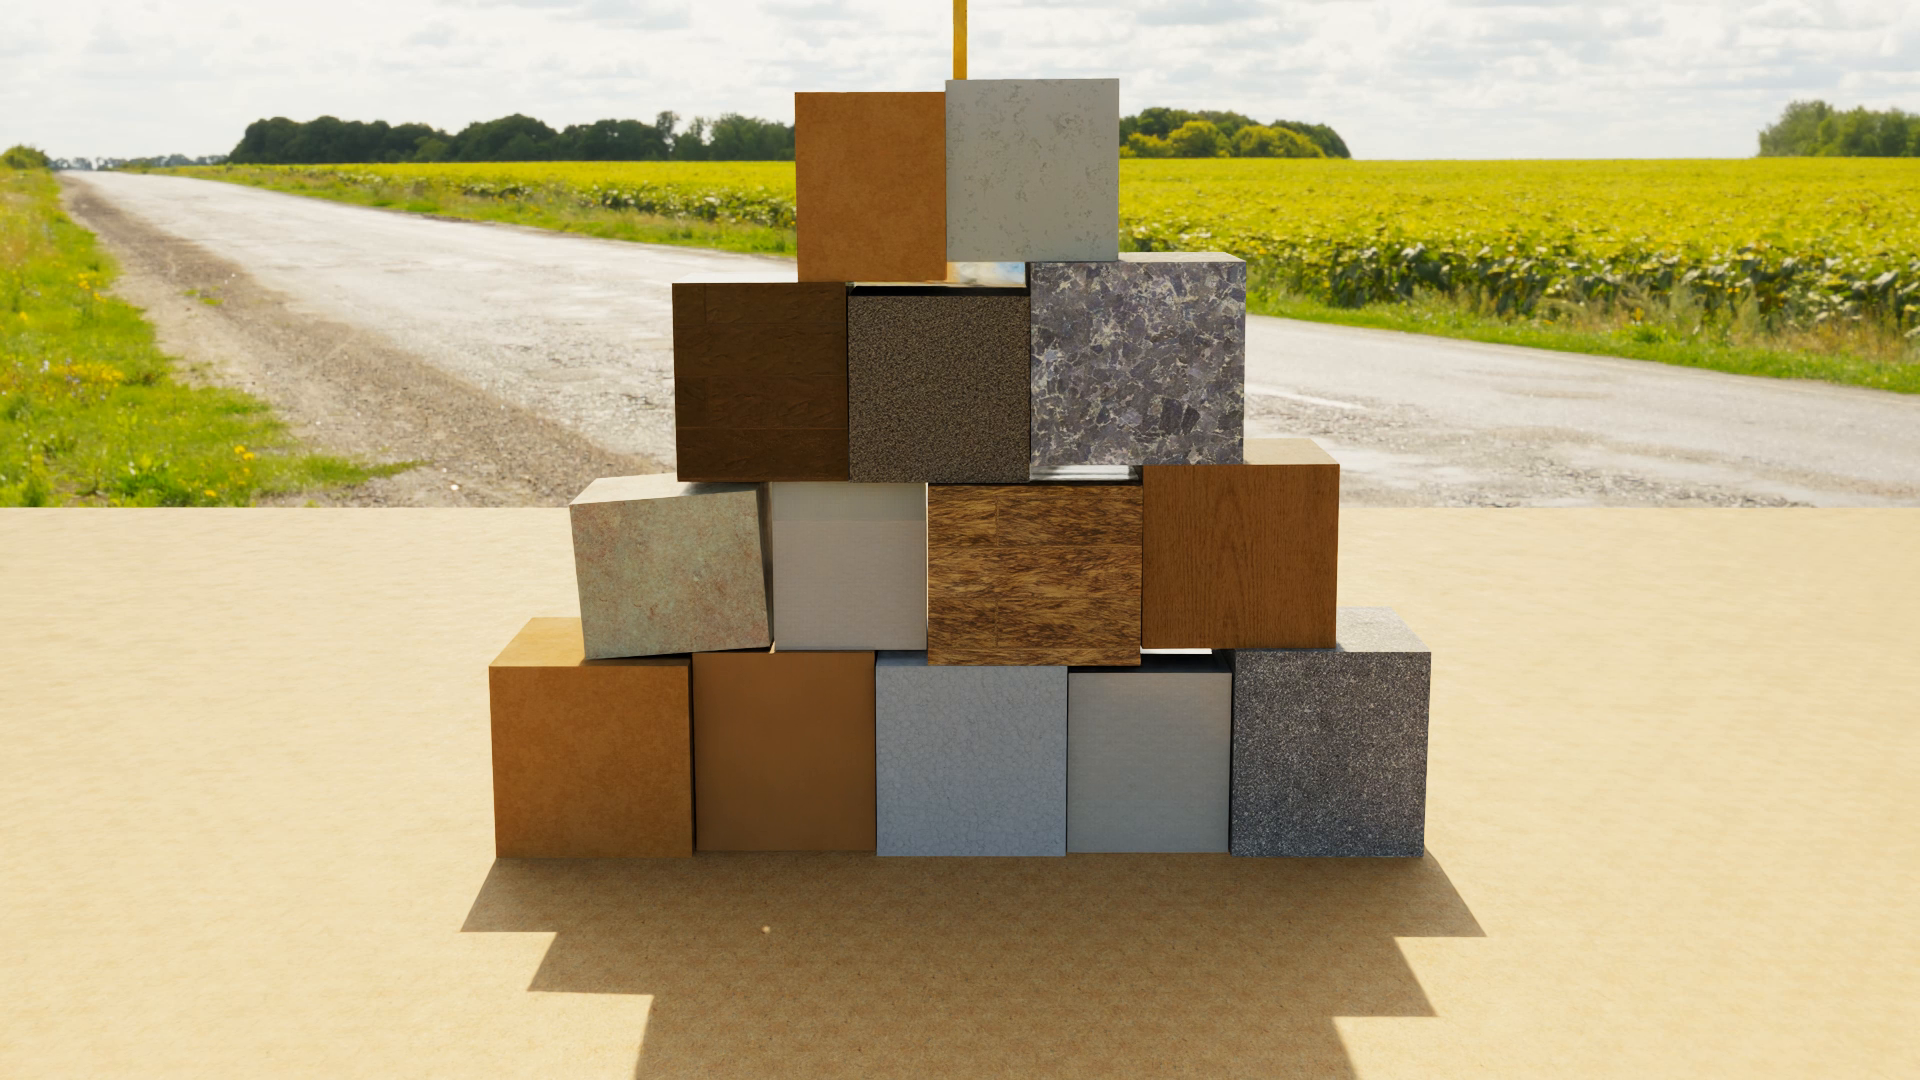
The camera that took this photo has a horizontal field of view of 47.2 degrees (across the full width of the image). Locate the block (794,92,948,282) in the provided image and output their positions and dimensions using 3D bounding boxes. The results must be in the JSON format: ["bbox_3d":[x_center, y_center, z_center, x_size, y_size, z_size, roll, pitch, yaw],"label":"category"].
[{"bbox_3d":[-0.425,-1.751,10.861,0.714,0.892,0.794,0,10,0],"label":"block"}]

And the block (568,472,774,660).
[{"bbox_3d":[-1.423,0.101,11.192,0.913,0.780,0.833,-4,10,1],"label":"block"}]

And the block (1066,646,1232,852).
[{"bbox_3d":[0.936,1.026,11.349,0.803,0.921,0.911,0,10,0],"label":"block"}]

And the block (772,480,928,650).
[{"bbox_3d":[-0.544,0.061,11.182,0.754,0.850,0.725,0,10,0],"label":"block"}]

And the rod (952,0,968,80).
[{"bbox_3d":[0.000,-4.427,11.289,0.080,5.200,0.080,0,31,0],"label":"rod"}]

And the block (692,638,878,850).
[{"bbox_3d":[-0.870,0.973,11.376,0.897,1.015,0.926,0,10,0],"label":"block"}]

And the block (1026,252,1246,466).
[{"bbox_3d":[0.853,-0.923,10.997,1.027,0.976,0.915,0,10,0],"label":"block"}]

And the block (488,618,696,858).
[{"bbox_3d":[-1.815,0.995,11.365,0.973,0.976,1.120,0,10,0],"label":"block"}]

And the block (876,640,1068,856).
[{"bbox_3d":[0.056,0.997,11.373,0.936,0.969,1.089,0,10,0],"label":"block"}]

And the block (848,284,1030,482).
[{"bbox_3d":[-0.099,-0.800,11.019,0.872,0.901,0.886,0,10,0],"label":"block"}]

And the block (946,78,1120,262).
[{"bbox_3d":[0.345,-1.828,10.858,0.826,0.860,0.759,0,10,0],"label":"block"}]

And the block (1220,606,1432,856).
[{"bbox_3d":[1.824,0.965,11.340,0.953,1.045,1.056,0,10,0],"label":"block"}]

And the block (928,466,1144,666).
[{"bbox_3d":[0.363,0.085,11.199,1.040,0.890,1.033,0,10,0],"label":"block"}]

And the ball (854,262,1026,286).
[{"bbox_3d":[0.000,-1.499,13.016,1.600,1.600,1.600,0,10,0],"label":"ball"}]

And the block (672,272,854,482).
[{"bbox_3d":[-0.962,-0.833,11.025,0.835,0.966,0.836,0,10,0],"label":"block"}]

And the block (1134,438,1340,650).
[{"bbox_3d":[1.365,-0.001,11.178,0.950,0.912,0.947,0,10,0],"label":"block"}]
